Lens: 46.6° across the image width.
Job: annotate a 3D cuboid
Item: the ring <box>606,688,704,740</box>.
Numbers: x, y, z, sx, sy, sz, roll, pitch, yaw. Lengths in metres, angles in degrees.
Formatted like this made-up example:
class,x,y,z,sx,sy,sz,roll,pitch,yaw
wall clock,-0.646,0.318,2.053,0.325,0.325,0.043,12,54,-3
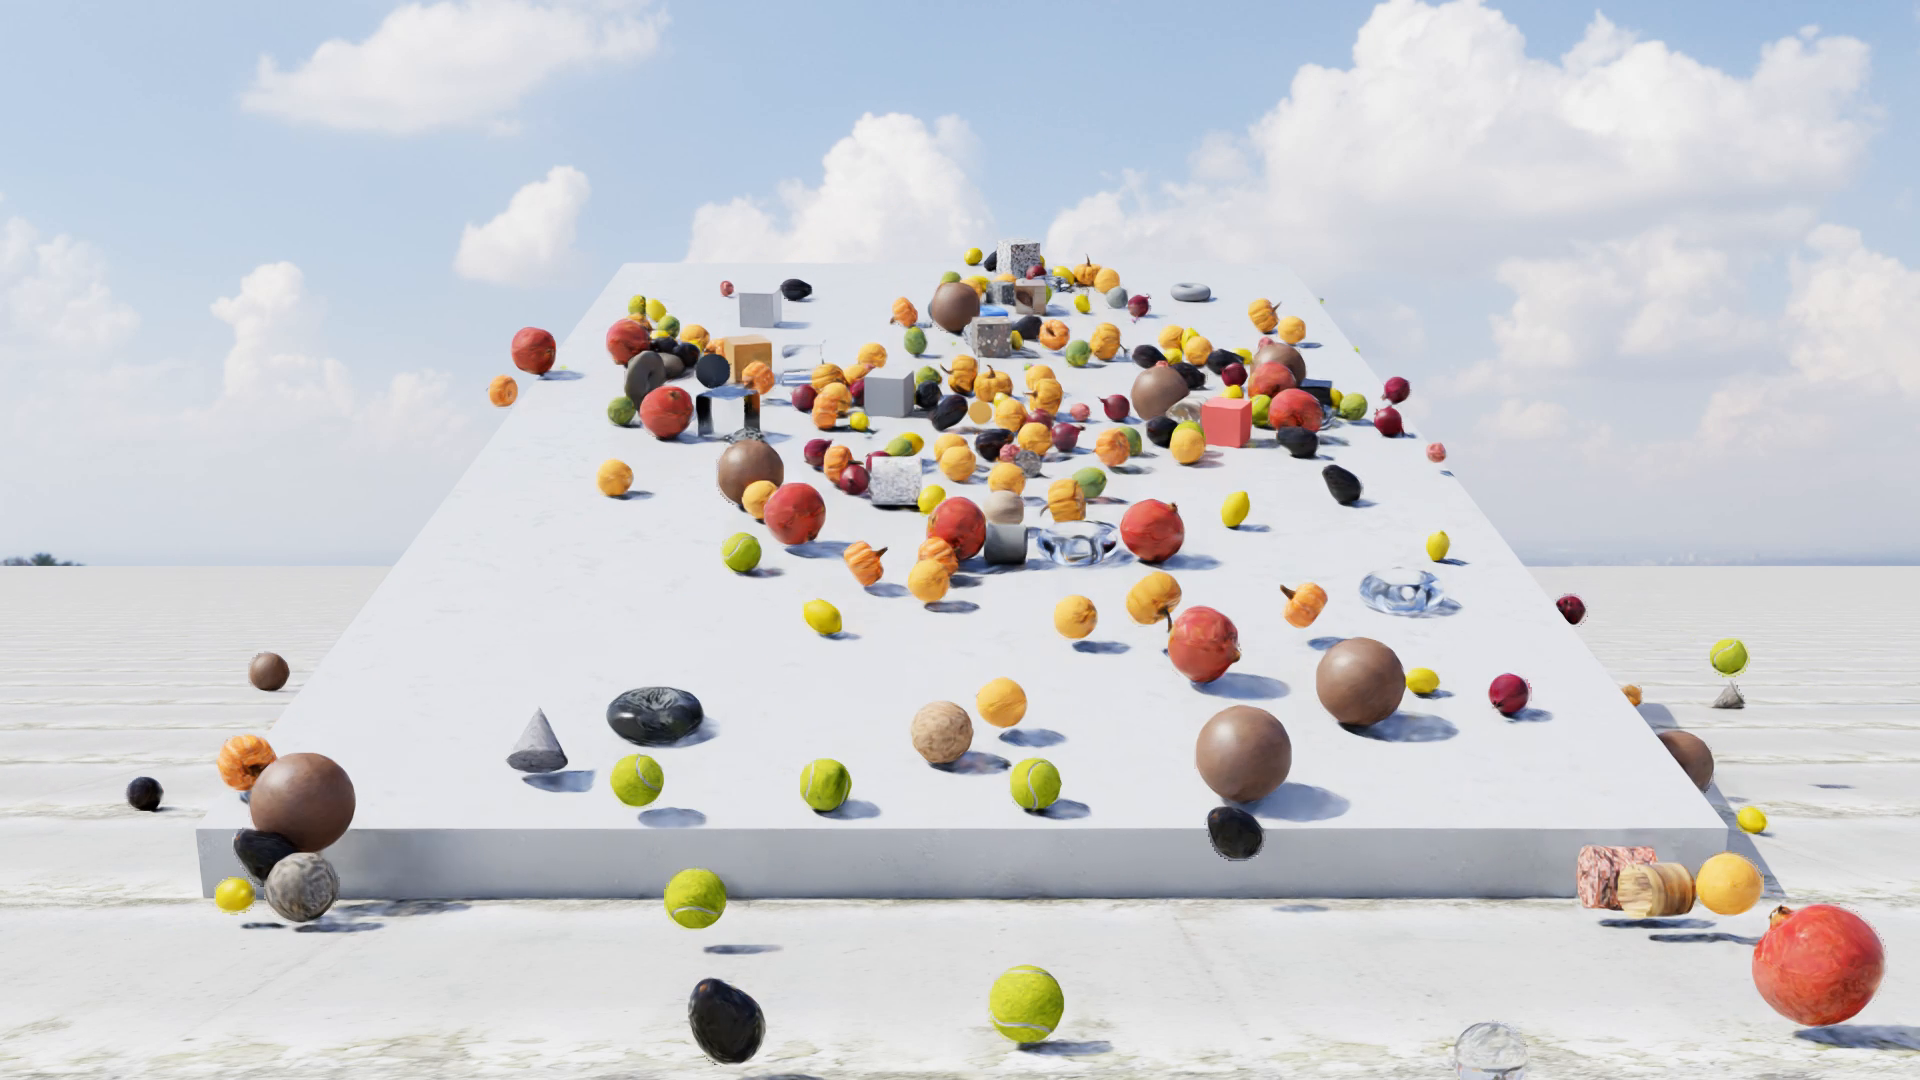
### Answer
class,x,y,z,sx,sy,sz,roll,pitch,yaw
ring,-0.441,0.251,3.226,0.139,0.046,0.139,1,17,0

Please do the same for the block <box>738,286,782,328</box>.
class,x,y,z,sx,sy,sz,roll,pitch,yaw
block,-0.525,-0.613,5.872,0.092,0.092,0.092,3,18,8

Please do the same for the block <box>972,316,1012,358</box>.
class,x,y,z,sx,sy,sz,roll,pitch,yaw
block,0.079,-0.505,5.544,0.084,0.084,0.084,-2,18,-7

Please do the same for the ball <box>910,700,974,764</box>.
class,x,y,z,sx,sy,sz,roll,pitch,yaw
ball,-0.025,0.268,3.107,0.088,0.088,0.088,0,-1,0

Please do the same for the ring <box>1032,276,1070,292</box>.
class,x,y,z,sx,sy,sz,roll,pitch,yaw
ring,0.254,-0.726,6.320,0.111,0.037,0.111,1,17,0

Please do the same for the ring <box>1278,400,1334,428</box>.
class,x,y,z,sx,sy,sz,roll,pitch,yaw
ring,0.759,-0.276,4.901,0.123,0.041,0.123,1,18,0

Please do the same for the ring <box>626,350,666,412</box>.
class,x,y,z,sx,sy,sz,roll,pitch,yaw
ring,-0.700,-0.353,4.966,0.046,0.139,0.139,13,4,17

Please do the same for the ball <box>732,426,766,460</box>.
class,x,y,z,sx,sy,sz,roll,pitch,yaw
ball,-0.437,-0.198,4.600,0.070,0.070,0.070,0,-1,0

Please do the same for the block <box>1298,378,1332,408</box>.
class,x,y,z,sx,sy,sz,roll,pitch,yaw
block,0.793,-0.317,4.980,0.069,0.069,0.069,4,18,11

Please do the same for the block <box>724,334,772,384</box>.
class,x,y,z,sx,sy,sz,roll,pitch,yaw
block,-0.502,-0.430,5.293,0.092,0.092,0.092,-6,19,-19

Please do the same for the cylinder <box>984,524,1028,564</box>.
class,x,y,z,sx,sy,sz,roll,pitch,yaw
cylinder,0.082,0.007,3.957,0.069,0.069,0.069,3,0,8

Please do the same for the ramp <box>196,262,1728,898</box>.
class,x,y,z,sx,sy,sz,roll,pitch,yaw
ramp,-0.003,-0.182,4.831,2.000,0.100,4.000,0,18,0

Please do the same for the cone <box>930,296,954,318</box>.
class,x,y,z,sx,sy,sz,roll,pitch,yaw
cone,-0.055,-0.605,5.949,0.067,0.067,0.067,0,-26,-16

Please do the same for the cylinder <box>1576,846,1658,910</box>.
class,x,y,z,sx,sy,sz,roll,pitch,yaw
cylinder,0.804,0.413,2.725,0.077,0.077,0.077,2,-1,-3

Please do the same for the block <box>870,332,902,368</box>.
class,x,y,z,sx,sy,sz,roll,pitch,yaw
block,-0.180,-0.459,5.375,0.054,0.054,0.054,-30,-7,-11

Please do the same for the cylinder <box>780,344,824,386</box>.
class,x,y,z,sx,sy,sz,roll,pitch,yaw
cylinder,-0.371,-0.411,5.232,0.093,0.093,0.093,-2,0,-8

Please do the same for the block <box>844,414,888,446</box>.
class,x,y,z,sx,sy,sz,roll,pitch,yaw
block,-0.203,-0.222,4.771,0.090,0.090,0.090,2,1,-1

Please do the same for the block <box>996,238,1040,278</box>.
class,x,y,z,sx,sy,sz,roll,pitch,yaw
block,0.171,-0.829,6.546,0.096,0.096,0.096,-8,19,-23

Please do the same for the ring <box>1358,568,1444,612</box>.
class,x,y,z,sx,sy,sz,roll,pitch,yaw
ring,0.742,0.085,3.754,0.143,0.048,0.143,-1,17,0

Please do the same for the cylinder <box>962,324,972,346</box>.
class,x,y,z,sx,sy,sz,roll,pitch,yaw
cylinder,0.049,-0.523,5.639,0.062,0.062,0.062,0,15,30

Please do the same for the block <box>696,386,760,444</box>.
class,x,y,z,sx,sy,sz,roll,pitch,yaw
block,-0.496,-0.269,4.782,0.095,0.095,0.095,12,21,32

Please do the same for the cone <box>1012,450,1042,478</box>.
class,x,y,z,sx,sy,sz,roll,pitch,yaw
cone,0.133,-0.147,4.515,0.059,0.059,0.059,0,-9,-3

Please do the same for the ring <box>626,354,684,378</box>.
class,x,y,z,sx,sy,sz,roll,pitch,yaw
ring,-0.727,-0.414,5.324,0.135,0.045,0.135,1,17,0

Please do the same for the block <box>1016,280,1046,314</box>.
class,x,y,z,sx,sy,sz,roll,pitch,yaw
block,0.190,-0.656,6.031,0.079,0.079,0.079,0,18,-1

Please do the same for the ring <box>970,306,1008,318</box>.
class,x,y,z,sx,sy,sz,roll,pitch,yaw
ring,0.078,-0.596,5.918,0.102,0.034,0.102,1,17,0

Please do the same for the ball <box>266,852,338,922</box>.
class,x,y,z,sx,sy,sz,roll,pitch,yaw
ball,-0.795,0.419,2.695,0.084,0.084,0.084,0,-1,0

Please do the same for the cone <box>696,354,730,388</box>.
class,x,y,z,sx,sy,sz,roll,pitch,yaw
cone,-0.578,-0.389,5.257,0.083,0.083,0.083,0,-9,0

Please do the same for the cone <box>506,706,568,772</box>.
class,x,y,z,sx,sy,sz,roll,pitch,yaw
cone,-0.578,0.265,3.062,0.083,0.083,0.083,-3,-28,-1

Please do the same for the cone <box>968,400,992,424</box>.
class,x,y,z,sx,sy,sz,roll,pitch,yaw
cone,0.038,-0.275,4.922,0.054,0.054,0.054,0,-9,-14

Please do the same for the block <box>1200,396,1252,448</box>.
class,x,y,z,sx,sy,sz,roll,pitch,yaw
block,0.567,-0.251,4.746,0.085,0.085,0.085,8,19,23

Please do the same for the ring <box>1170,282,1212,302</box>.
class,x,y,z,sx,sy,sz,roll,pitch,yaw
ring,0.642,-0.689,6.206,0.114,0.038,0.114,1,19,0

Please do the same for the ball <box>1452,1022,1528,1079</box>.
class,x,y,z,sx,sy,sz,roll,pitch,yaw
ball,0.441,0.432,1.856,0.060,0.060,0.060,0,-1,0

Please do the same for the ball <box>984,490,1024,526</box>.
class,x,y,z,sx,sy,sz,roll,pitch,yaw
ball,0.082,-0.054,4.138,0.078,0.078,0.078,0,-1,0

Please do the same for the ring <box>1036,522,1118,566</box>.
class,x,y,z,sx,sy,sz,roll,pitch,yaw
ring,0.210,0.006,3.996,0.147,0.049,0.147,0,19,0

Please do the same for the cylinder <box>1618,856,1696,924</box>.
class,x,y,z,sx,sy,sz,roll,pitch,yaw
cylinder,0.818,0.412,2.622,0.063,0.063,0.063,-16,7,-29
